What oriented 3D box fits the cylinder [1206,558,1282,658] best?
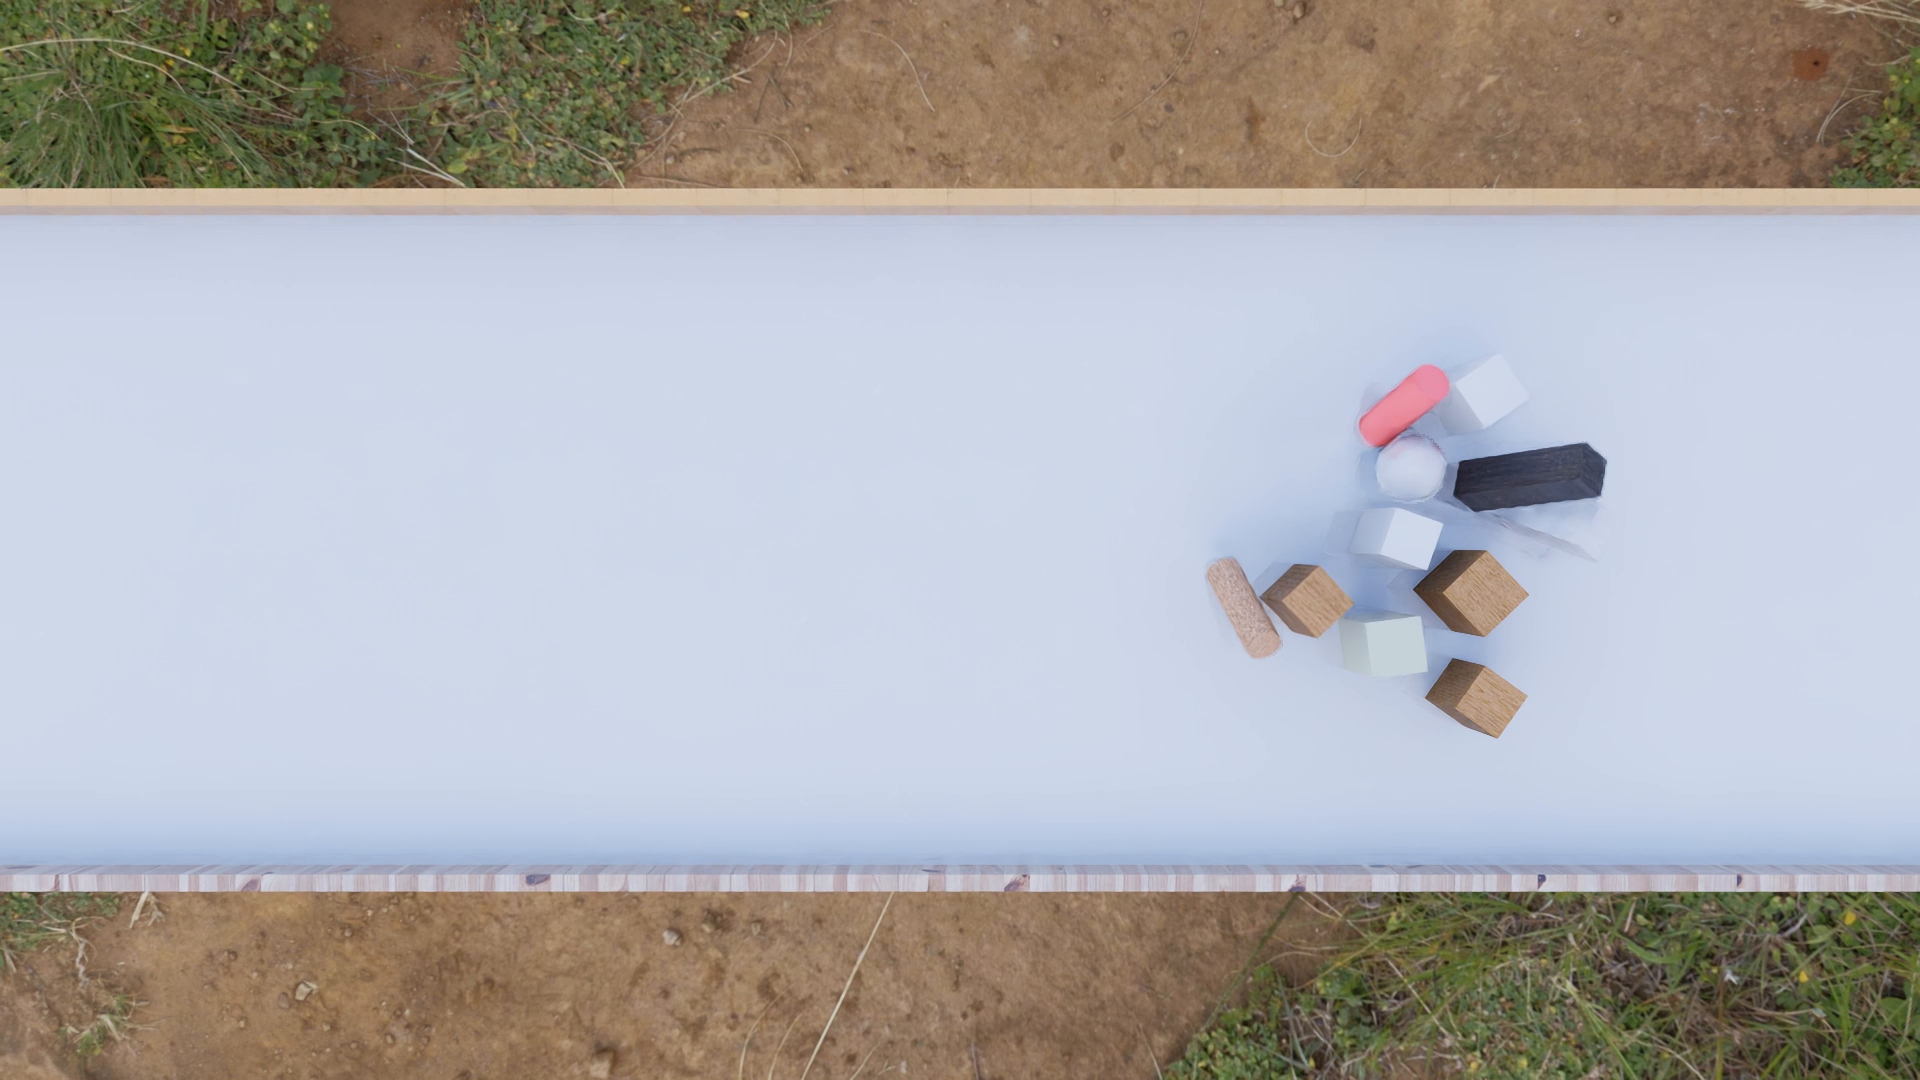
[{"bbox_3d":[0.846,0.202,4.928,0.105,0.105,0.321,-22,47,0],"label":"cylinder"}]

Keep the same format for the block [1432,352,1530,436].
[{"bbox_3d":[1.533,-0.429,4.915,0.158,0.320,0.158,-35,90,-1],"label":"block"}]

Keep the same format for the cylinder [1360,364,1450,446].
[{"bbox_3d":[1.321,-0.397,4.912,0.115,0.313,0.115,7,65,-16],"label":"cylinder"}]

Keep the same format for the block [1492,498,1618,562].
[{"bbox_3d":[1.772,-0.067,4.918,0.134,0.306,0.134,28,90,-42],"label":"block"}]

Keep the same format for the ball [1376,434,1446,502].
[{"bbox_3d":[1.349,-0.215,4.940,0.200,0.200,0.200,0,90,0],"label":"ball"}]

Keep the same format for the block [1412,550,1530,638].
[{"bbox_3d":[1.518,0.155,4.918,0.178,0.317,0.178,-43,90,0],"label":"block"}]

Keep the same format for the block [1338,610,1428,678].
[{"bbox_3d":[1.252,0.308,4.903,0.161,0.346,0.161,-7,90,0],"label":"block"}]

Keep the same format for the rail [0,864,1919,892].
[{"bbox_3d":[-2.247,1.025,5.001,12.000,0.150,0.050,0,90,0],"label":"rail"}]

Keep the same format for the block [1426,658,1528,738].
[{"bbox_3d":[1.535,0.469,4.919,0.151,0.315,0.151,35,90,0],"label":"block"}]

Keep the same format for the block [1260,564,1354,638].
[{"bbox_3d":[1.026,0.178,4.899,0.148,0.354,0.148,-43,90,0],"label":"block"}]

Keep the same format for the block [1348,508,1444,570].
[{"bbox_3d":[1.286,-0.003,4.885,0.141,0.383,0.141,19,90,0],"label":"block"}]

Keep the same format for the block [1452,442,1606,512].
[{"bbox_3d":[1.676,-0.182,4.865,0.117,0.415,0.117,30,67,-33],"label":"block"}]

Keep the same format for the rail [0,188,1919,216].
[{"bbox_3d":[-2.247,-1.025,5.002,12.000,0.150,0.050,0,90,0],"label":"rail"}]
